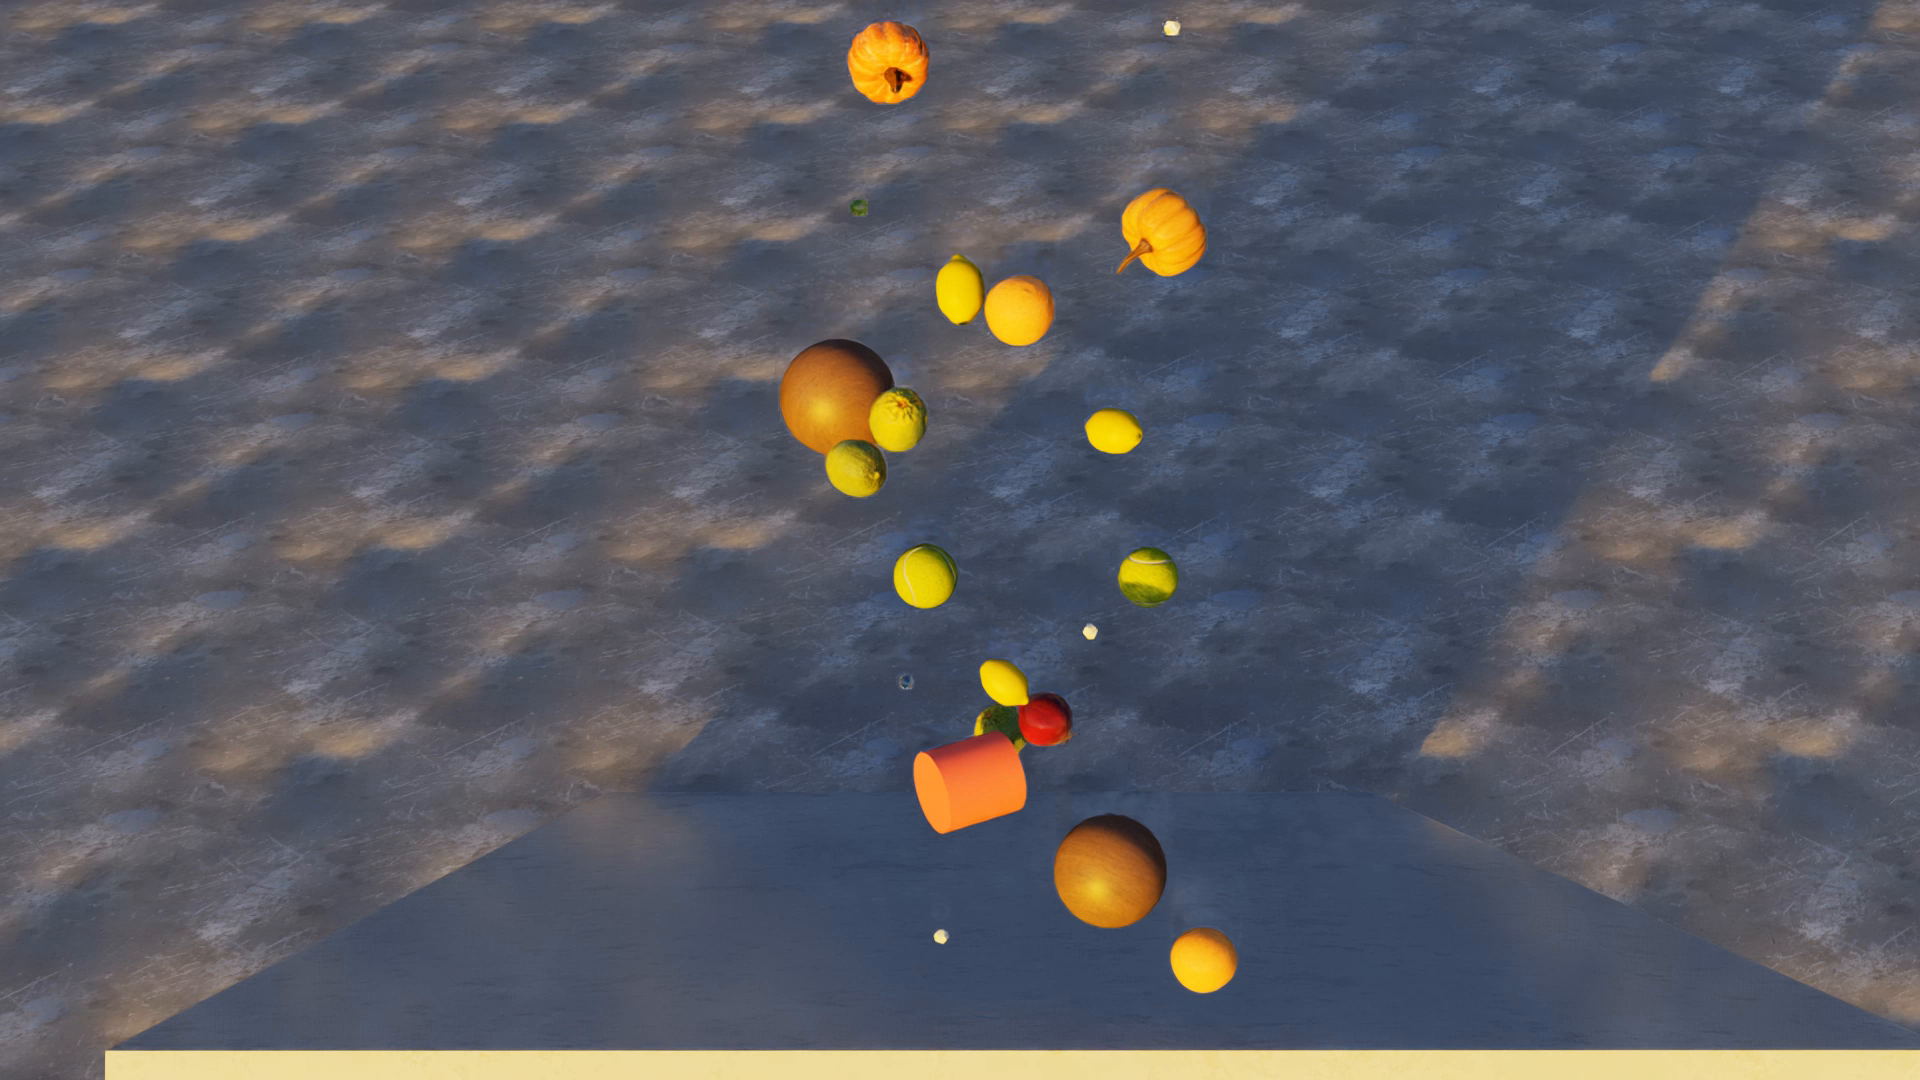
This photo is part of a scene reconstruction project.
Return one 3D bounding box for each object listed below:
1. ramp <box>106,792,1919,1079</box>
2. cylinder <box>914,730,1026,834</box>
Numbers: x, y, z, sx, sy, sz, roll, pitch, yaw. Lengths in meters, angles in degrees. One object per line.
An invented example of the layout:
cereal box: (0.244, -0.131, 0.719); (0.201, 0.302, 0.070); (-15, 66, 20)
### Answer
ramp: (0.076, 0.656, 4.805); (2.000, 0.100, 4.000); (0, -2, 0)
cylinder: (0.011, 0.268, 2.876); (0.093, 0.093, 0.093); (-15, 37, -23)
